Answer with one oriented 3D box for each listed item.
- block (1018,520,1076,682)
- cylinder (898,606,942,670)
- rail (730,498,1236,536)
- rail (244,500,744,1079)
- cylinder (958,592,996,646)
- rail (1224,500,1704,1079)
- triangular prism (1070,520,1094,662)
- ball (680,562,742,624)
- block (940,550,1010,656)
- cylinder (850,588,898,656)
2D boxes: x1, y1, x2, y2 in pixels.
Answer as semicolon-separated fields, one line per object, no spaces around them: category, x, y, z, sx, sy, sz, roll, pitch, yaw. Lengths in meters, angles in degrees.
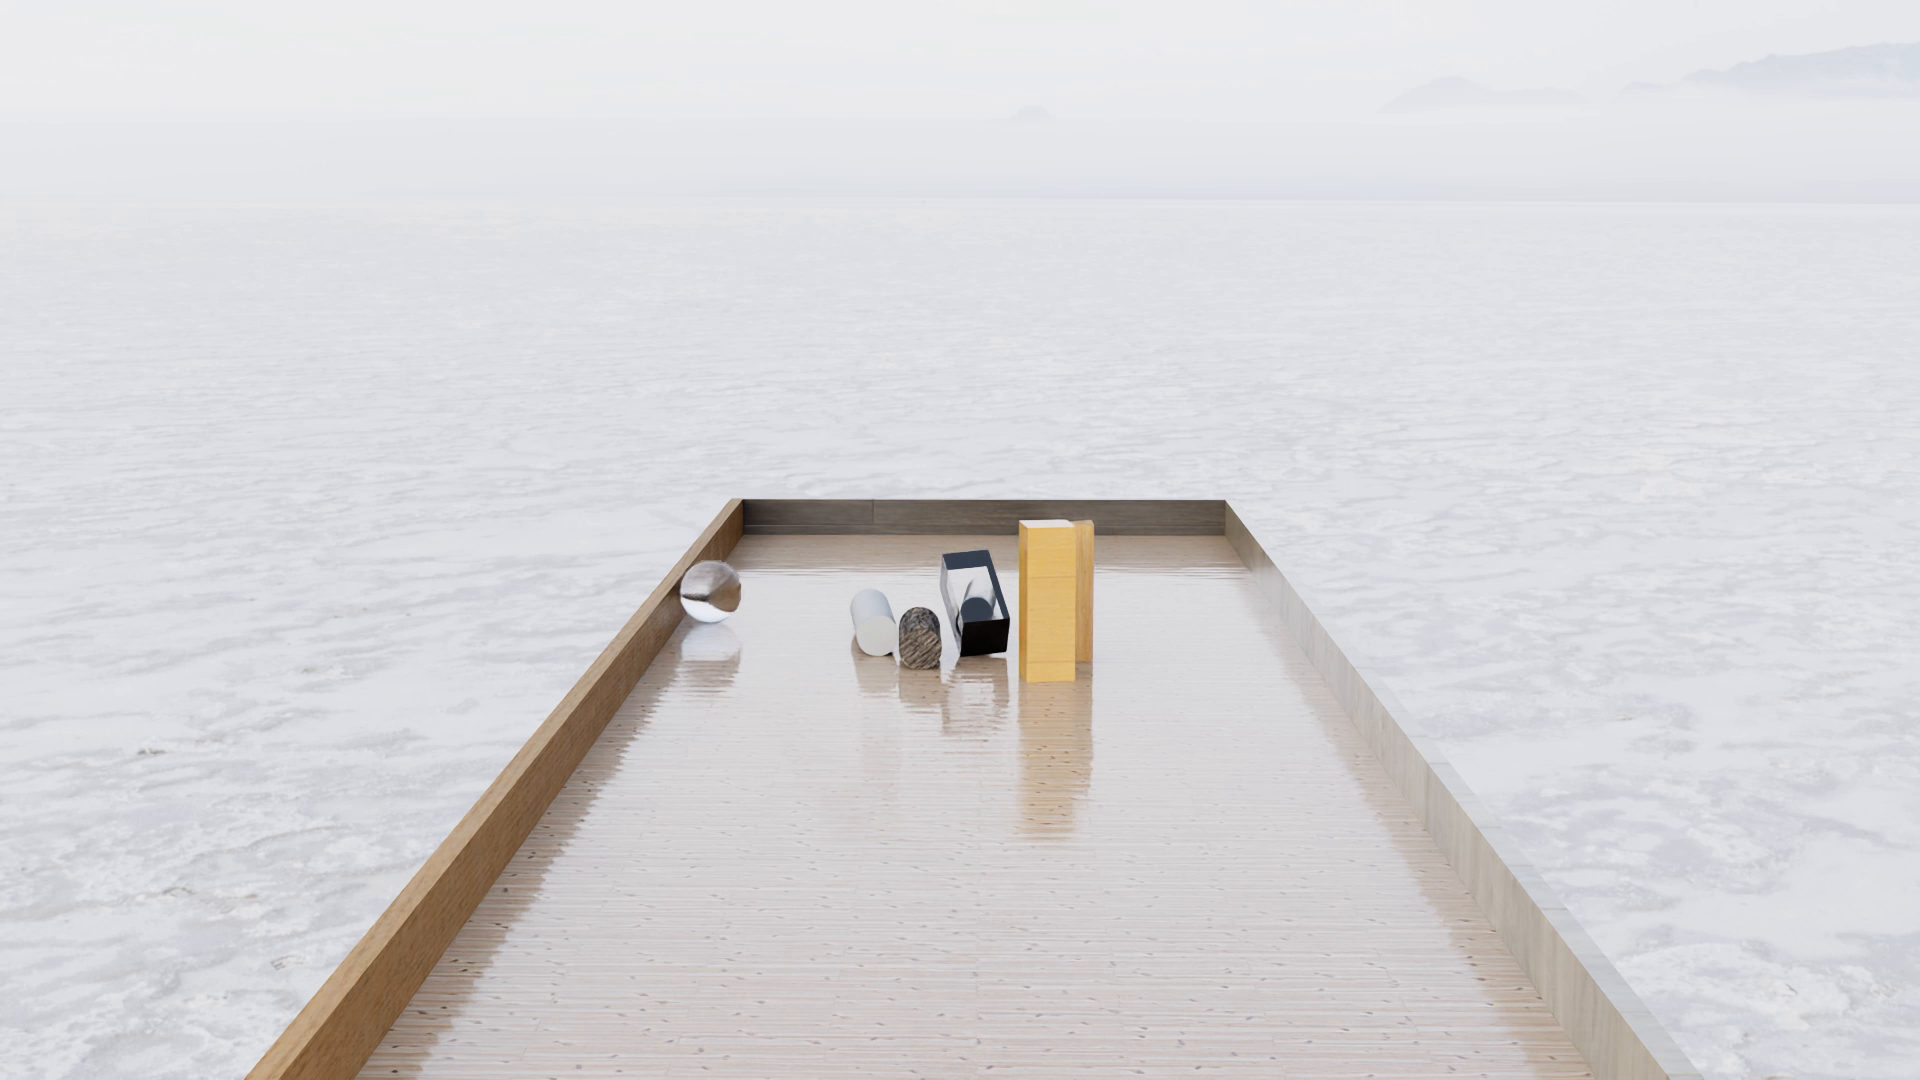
block;0.254;0.177;6.437;0.142;0.455;0.142;-1;9;-8
cylinder;-0.122;0.298;6.716;0.129;0.129;0.333;0;9;-1
rail;0.099;-0.098;9.147;2.100;0.150;0.050;0;9;1
rail;-1.004;0.839;3.234;0.050;0.150;12.000;0;9;1
cylinder;0.057;0.254;7.082;0.103;0.103;0.375;1;9;3
rail;1.046;0.843;3.208;0.050;0.150;12.000;0;9;1
triangular prism;0.374;0.152;6.713;0.119;0.418;0.103;5;10;29
ball;-0.824;0.173;7.270;0.203;0.203;0.203;0;9;0
block;0.044;0.194;6.820;0.147;0.147;0.311;-5;43;-11
cylinder;-0.274;0.258;6.970;0.129;0.129;0.455;-1;9;-5
